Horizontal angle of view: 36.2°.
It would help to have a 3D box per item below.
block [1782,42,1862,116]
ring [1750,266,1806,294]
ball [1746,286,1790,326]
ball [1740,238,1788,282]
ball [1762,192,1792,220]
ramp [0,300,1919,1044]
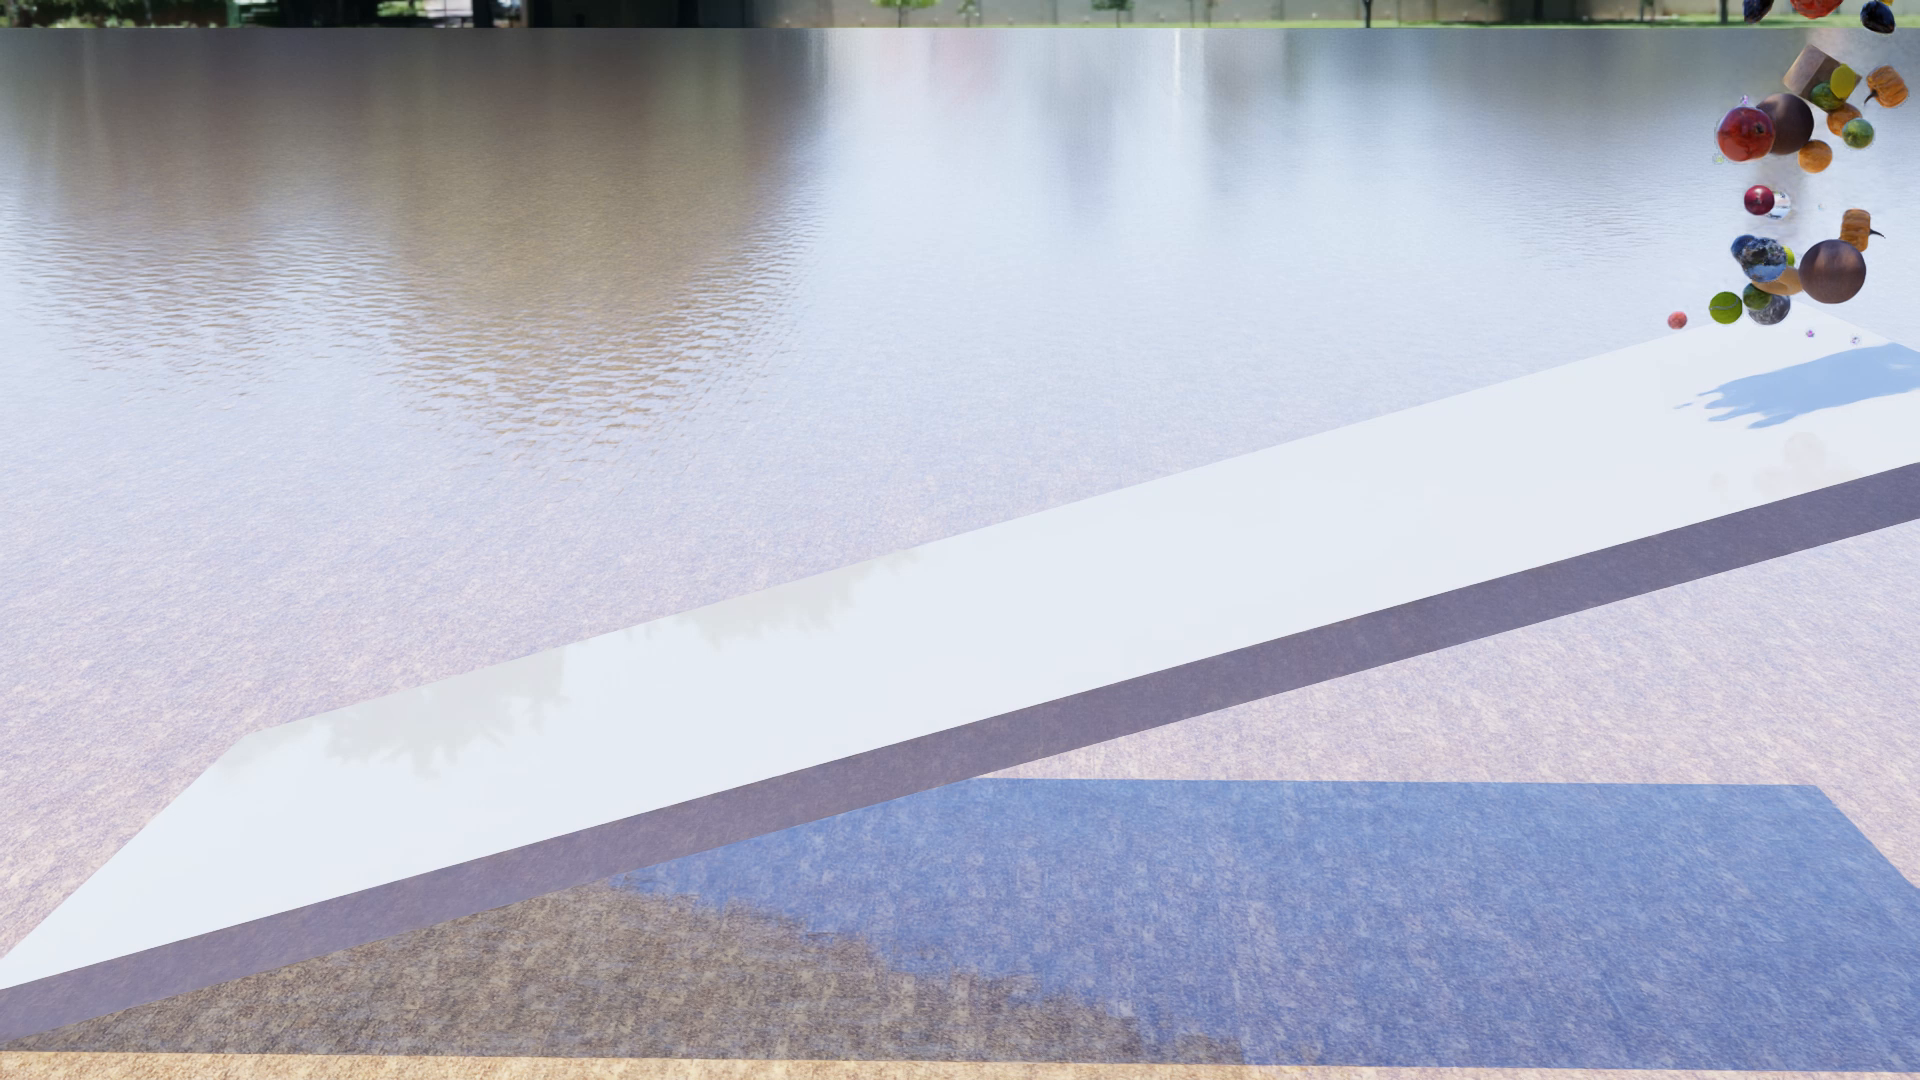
[{"bbox_3d":[1.812,-0.968,6.188,0.099,0.099,0.099,26,18,-20],"label":"block"},{"bbox_3d":[1.688,-0.540,6.073,0.117,0.039,0.117,17,-11,3],"label":"ring"},{"bbox_3d":[1.707,-0.499,6.211,0.092,0.092,0.092,0,11,0],"label":"ball"},{"bbox_3d":[1.588,-0.553,5.809,0.090,0.090,0.090,0,11,0],"label":"ball"},{"bbox_3d":[1.671,-0.685,6.020,0.058,0.058,0.058,0,11,0],"label":"ball"},{"bbox_3d":[0.089,0.188,6.322,4.000,0.100,2.000,-16,10,5],"label":"ramp"}]
